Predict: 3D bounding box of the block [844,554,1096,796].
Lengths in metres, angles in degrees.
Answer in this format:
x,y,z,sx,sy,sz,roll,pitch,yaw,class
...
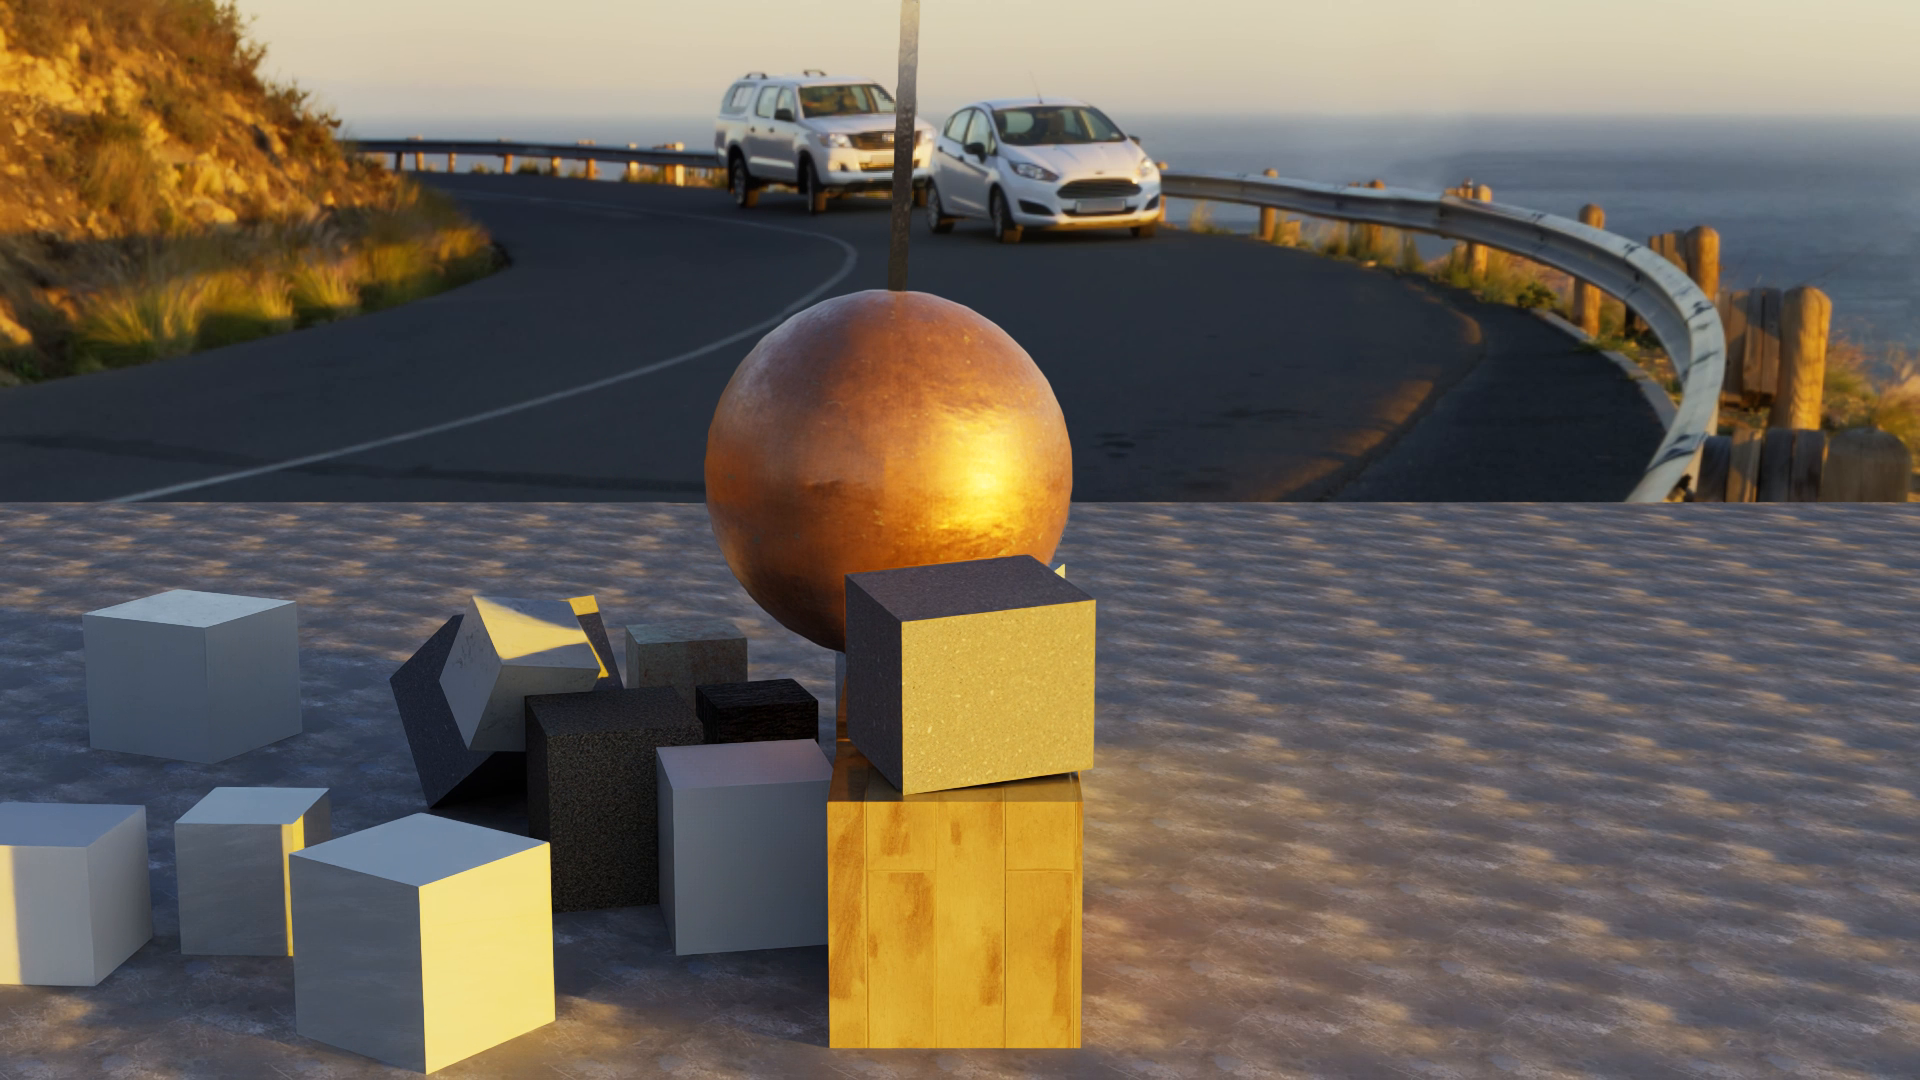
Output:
x,y,z,sx,sy,sz,roll,pitch,yaw,class
0.031,0.489,9.611,0.751,0.656,0.639,-6,17,-20,block

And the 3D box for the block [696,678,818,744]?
x,y,z,sx,sy,sz,roll,pitch,yaw,class
-1.013,0.992,12.797,0.503,0.470,0.502,-3,11,-18,block

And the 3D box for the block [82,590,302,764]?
x,y,z,sx,sy,sz,roll,pitch,yaw,class
-4.070,0.712,13.633,0.810,0.720,0.725,5,11,24,block

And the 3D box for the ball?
x,y,z,sx,sy,sz,roll,pitch,yaw,class
-0.310,-0.285,11.128,1.600,1.600,1.600,0,10,0,ball

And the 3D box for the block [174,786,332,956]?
x,y,z,sx,sy,sz,roll,pitch,yaw,class
-2.895,1.357,10.563,0.480,0.550,0.530,0,10,2,block

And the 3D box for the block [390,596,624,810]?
x,y,z,sx,sy,sz,roll,pitch,yaw,class
-2.174,0.785,12.432,0.759,0.684,0.806,-8,-19,-38,block

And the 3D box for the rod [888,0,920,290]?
x,y,z,sx,sy,sz,roll,pitch,yaw,class
-0.134,-3.626,10.521,0.080,5.200,0.080,3,10,-1,rod

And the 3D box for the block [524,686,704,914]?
x,y,z,sx,sy,sz,roll,pitch,yaw,class
-1.515,1.120,11.232,0.662,0.777,0.732,-3,11,-17,block

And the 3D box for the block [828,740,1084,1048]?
x,y,z,sx,sy,sz,roll,pitch,yaw,class
-0.017,1.320,9.702,0.917,0.931,0.854,0,10,0,block

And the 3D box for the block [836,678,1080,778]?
x,y,z,sx,sy,sz,roll,pitch,yaw,class
-0.005,1.130,10.537,0.954,1.007,0.835,0,10,0,block

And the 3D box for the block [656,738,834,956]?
x,y,z,sx,sy,sz,roll,pitch,yaw,class
-0.886,1.264,10.677,0.677,0.693,0.662,-2,11,-12,block

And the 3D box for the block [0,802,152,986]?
x,y,z,sx,sy,sz,roll,pitch,yaw,class
-3.645,1.407,10.256,0.597,0.563,0.582,1,10,4,block

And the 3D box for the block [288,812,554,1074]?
x,y,z,sx,sy,sz,roll,pitch,yaw,class
-1.989,1.475,9.508,0.684,0.695,0.650,7,13,34,block

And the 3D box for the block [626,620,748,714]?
x,y,z,sx,sy,sz,roll,pitch,yaw,class
-1.486,0.755,13.932,0.585,0.530,0.491,-3,11,-15,block

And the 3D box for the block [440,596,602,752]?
x,y,z,sx,sy,sz,roll,pitch,yaw,class
-2.003,0.612,11.655,0.480,0.506,0.477,4,36,-34,block

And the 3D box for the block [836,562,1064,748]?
x,y,z,sx,sy,sz,roll,pitch,yaw,class
-0.038,0.666,13.135,0.960,0.990,0.921,3,11,15,block
